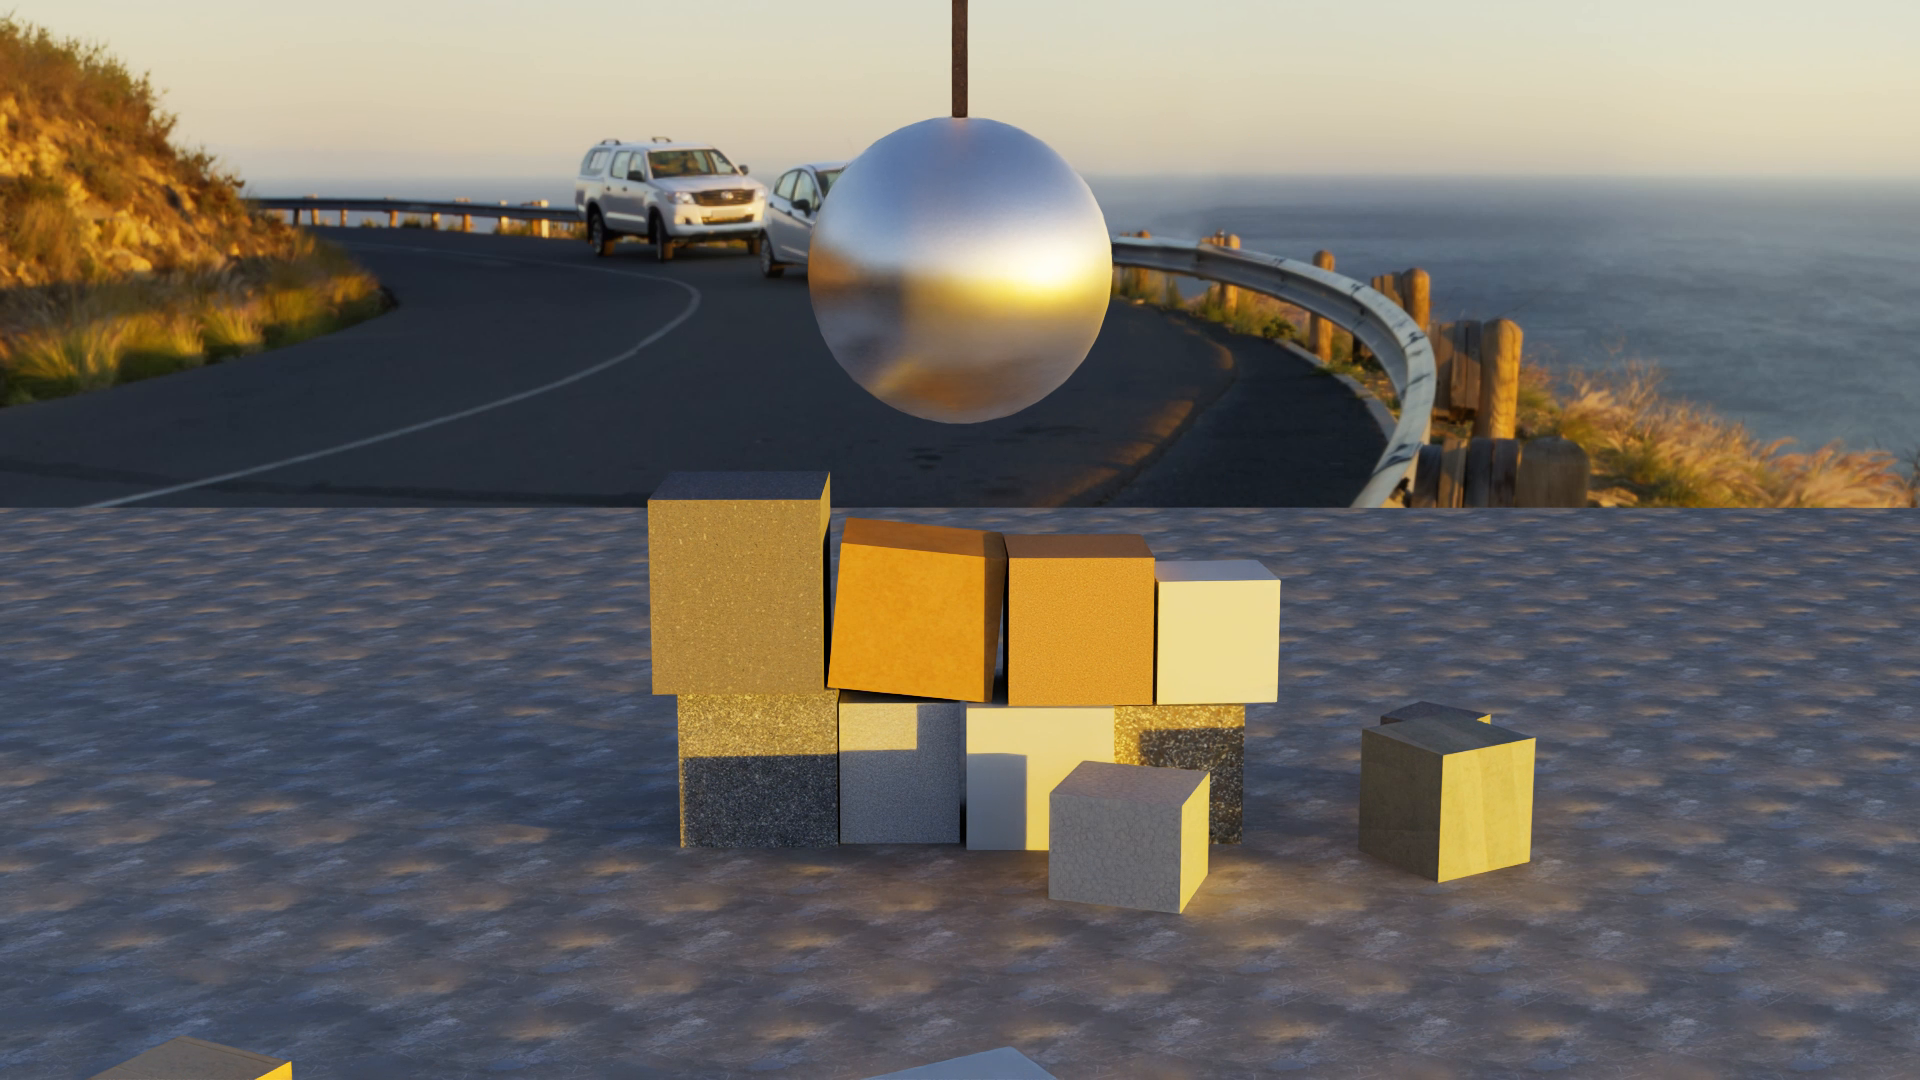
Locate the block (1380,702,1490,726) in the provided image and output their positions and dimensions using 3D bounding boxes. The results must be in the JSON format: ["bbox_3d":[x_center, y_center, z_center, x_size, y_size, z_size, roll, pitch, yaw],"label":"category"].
[{"bbox_3d":[2.563,1.165,11.892,0.425,0.452,0.420,9,14,42],"label":"block"}]

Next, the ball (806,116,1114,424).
[{"bbox_3d":[0.000,-1.411,11.524,1.600,1.600,1.600,0,10,0],"label":"ball"}]

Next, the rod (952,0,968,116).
[{"bbox_3d":[0.000,-4.680,10.590,0.080,5.200,0.080,0,16,0],"label":"rod"}]

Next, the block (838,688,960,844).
[{"bbox_3d":[-0.304,1.114,11.400,0.604,0.729,0.690,0,10,0],"label":"block"}]

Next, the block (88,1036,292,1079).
[{"bbox_3d":[-2.525,1.990,7.142,0.485,0.528,0.508,5,12,26],"label":"block"}]

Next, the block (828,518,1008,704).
[{"bbox_3d":[-0.219,0.347,11.288,0.822,0.735,0.753,6,10,-2],"label":"block"}]

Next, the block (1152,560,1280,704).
[{"bbox_3d":[1.271,0.464,11.251,0.609,0.625,0.538,-1,10,-5],"label":"block"}]

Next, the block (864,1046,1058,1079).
[{"bbox_3d":[0.068,2.018,6.875,0.573,0.570,0.631,-6,12,-28],"label":"block"}]

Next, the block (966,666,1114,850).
[{"bbox_3d":[0.400,1.116,11.384,0.732,0.731,0.873,0,10,0],"label":"block"}]

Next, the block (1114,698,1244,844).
[{"bbox_3d":[1.097,1.122,11.389,0.653,0.718,0.689,0,10,0],"label":"block"}]

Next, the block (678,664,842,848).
[{"bbox_3d":[-1.010,1.074,11.391,0.789,0.811,0.814,0,10,0],"label":"block"}]

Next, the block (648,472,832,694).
[{"bbox_3d":[-1.101,0.200,11.216,0.837,0.972,0.931,0,10,-1],"label":"block"}]

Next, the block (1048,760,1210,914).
[{"bbox_3d":[0.808,1.398,10.440,0.631,0.514,0.586,3,11,18],"label":"block"}]

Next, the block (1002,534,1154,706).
[{"bbox_3d":[0.592,0.397,11.211,0.717,0.746,0.662,0,10,-1],"label":"block"}]

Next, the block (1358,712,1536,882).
[{"bbox_3d":[2.401,1.260,10.871,0.605,0.631,0.571,-6,12,-31],"label":"block"}]
